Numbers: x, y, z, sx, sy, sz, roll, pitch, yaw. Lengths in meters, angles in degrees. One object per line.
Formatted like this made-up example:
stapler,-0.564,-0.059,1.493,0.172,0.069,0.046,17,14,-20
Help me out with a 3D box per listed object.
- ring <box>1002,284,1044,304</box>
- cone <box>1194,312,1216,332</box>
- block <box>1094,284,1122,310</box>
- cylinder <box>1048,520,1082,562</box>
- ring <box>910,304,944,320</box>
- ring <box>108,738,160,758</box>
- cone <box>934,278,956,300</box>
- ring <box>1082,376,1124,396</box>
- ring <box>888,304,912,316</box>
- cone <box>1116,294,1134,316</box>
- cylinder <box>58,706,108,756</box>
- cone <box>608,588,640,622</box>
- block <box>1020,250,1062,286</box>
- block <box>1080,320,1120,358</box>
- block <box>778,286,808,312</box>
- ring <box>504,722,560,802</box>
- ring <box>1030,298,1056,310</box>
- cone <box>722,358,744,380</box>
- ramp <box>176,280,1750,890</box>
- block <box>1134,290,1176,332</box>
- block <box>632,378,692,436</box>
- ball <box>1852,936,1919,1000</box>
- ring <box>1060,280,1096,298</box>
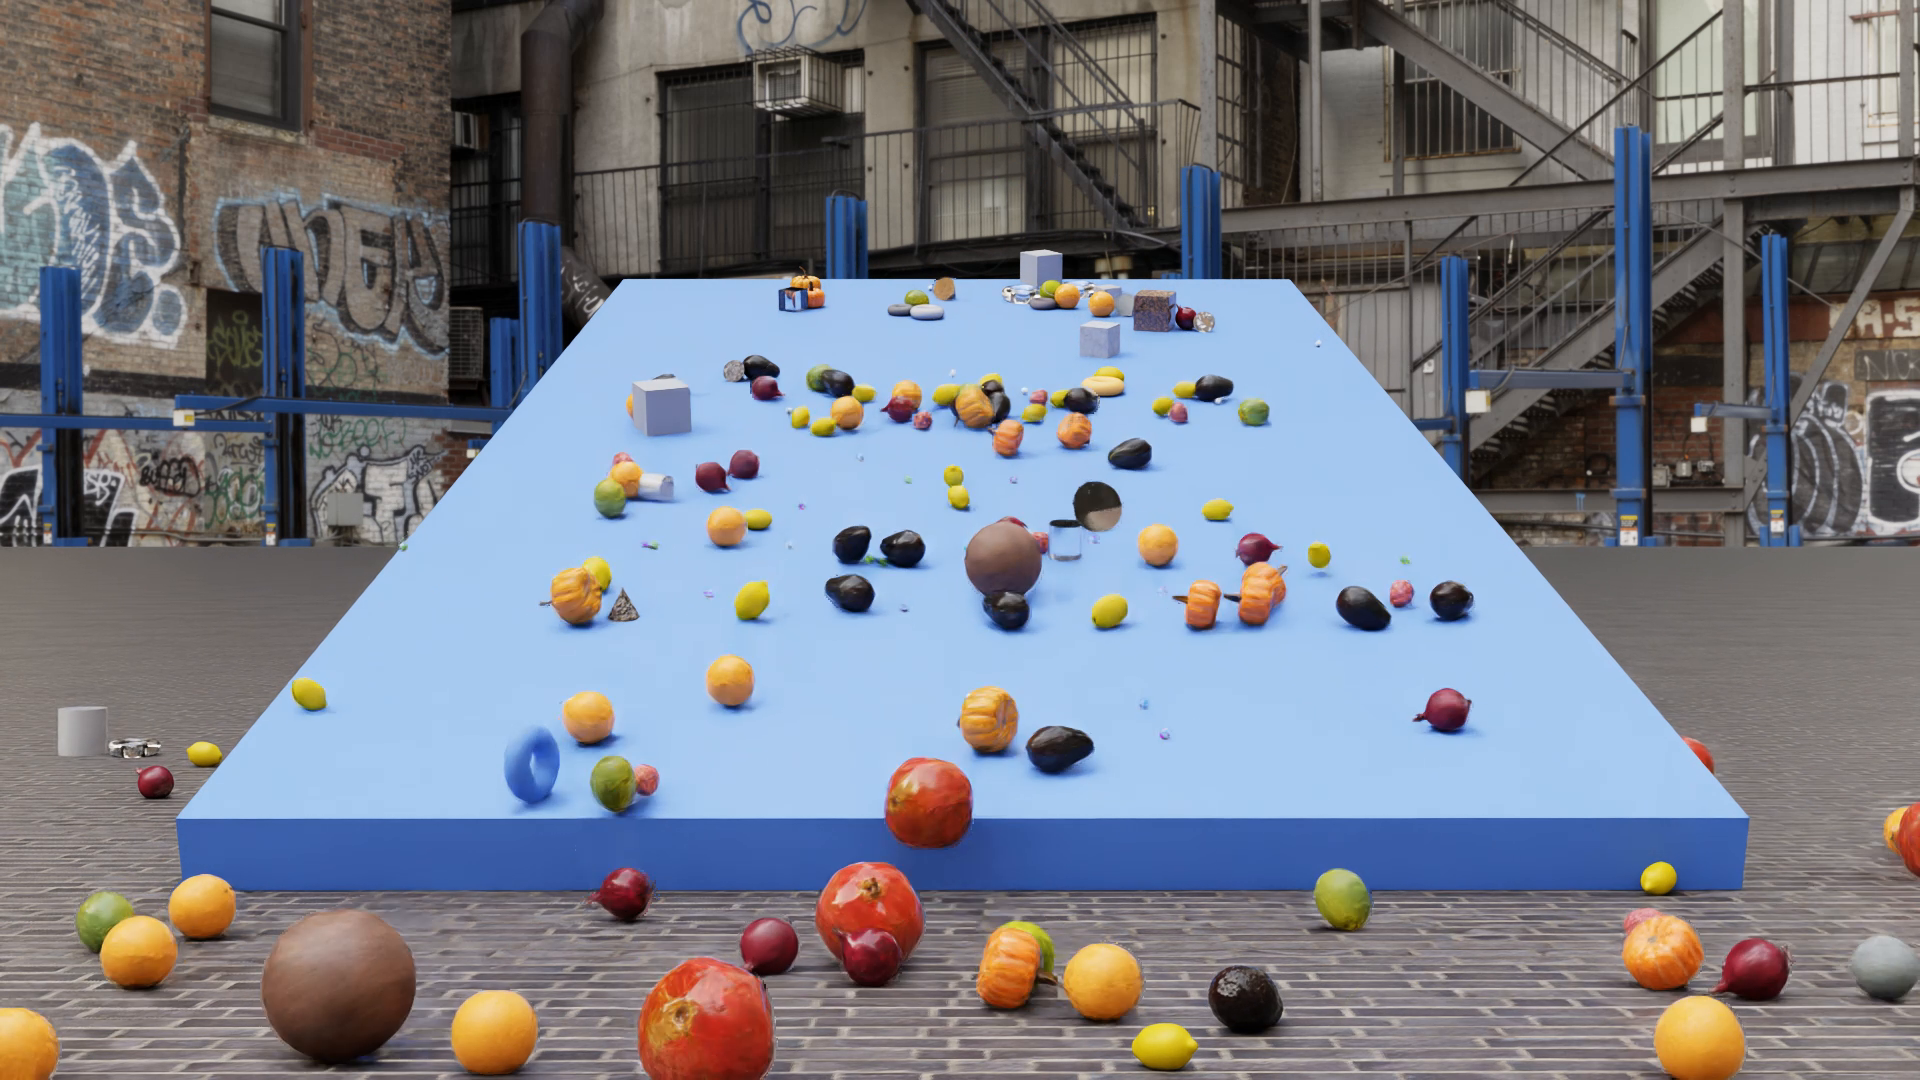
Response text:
ring,0.179,-0.698,6.293,0.123,0.041,0.123,1,17,0
cone,0.648,-0.573,5.897,0.058,0.058,0.058,0,-10,2
block,0.413,-0.682,6.209,0.057,0.057,0.057,-10,19,-30
cylinder,0.186,0.000,3.902,0.060,0.060,0.060,0,17,0
ring,-0.090,-0.623,6.055,0.094,0.031,0.094,1,16,0
ring,-1.719,0.432,4.610,0.105,0.035,0.105,0,1,0
cone,-0.029,-0.709,6.345,0.069,0.069,0.069,0,-12,29
ring,0.333,-0.358,5.160,0.101,0.034,0.101,1,15,0
ring,-0.163,-0.634,6.104,0.075,0.025,0.075,-1,17,0
cone,0.474,-0.638,6.108,0.067,0.067,0.067,0,-12,26
cylinder,-1.840,0.401,4.646,0.097,0.097,0.097,0,0,0
cone,-0.544,0.100,3.577,0.051,0.051,0.051,0,17,0
block,0.241,-0.808,6.576,0.090,0.090,0.090,-10,19,-31
block,0.352,-0.505,5.576,0.077,0.077,0.077,8,18,26
block,-0.464,-0.668,6.158,0.058,0.058,0.058,10,19,31
ring,-0.552,0.286,2.854,0.034,0.102,0.102,-1,0,22
ring,0.233,-0.661,6.193,0.078,0.026,0.078,1,17,0
cone,-0.531,-0.398,5.304,0.055,0.055,0.055,0,-22,26
ramp,-0.002,-0.167,4.746,2.000,0.100,4.000,0,17,0
block,0.520,-0.611,5.907,0.094,0.094,0.094,5,17,16
block,-0.647,-0.289,4.804,0.100,0.100,0.100,-7,18,-24
ball,0.906,0.419,2.169,0.062,0.062,0.062,0,0,0
ring,0.341,-0.722,6.380,0.111,0.037,0.111,0,18,0
